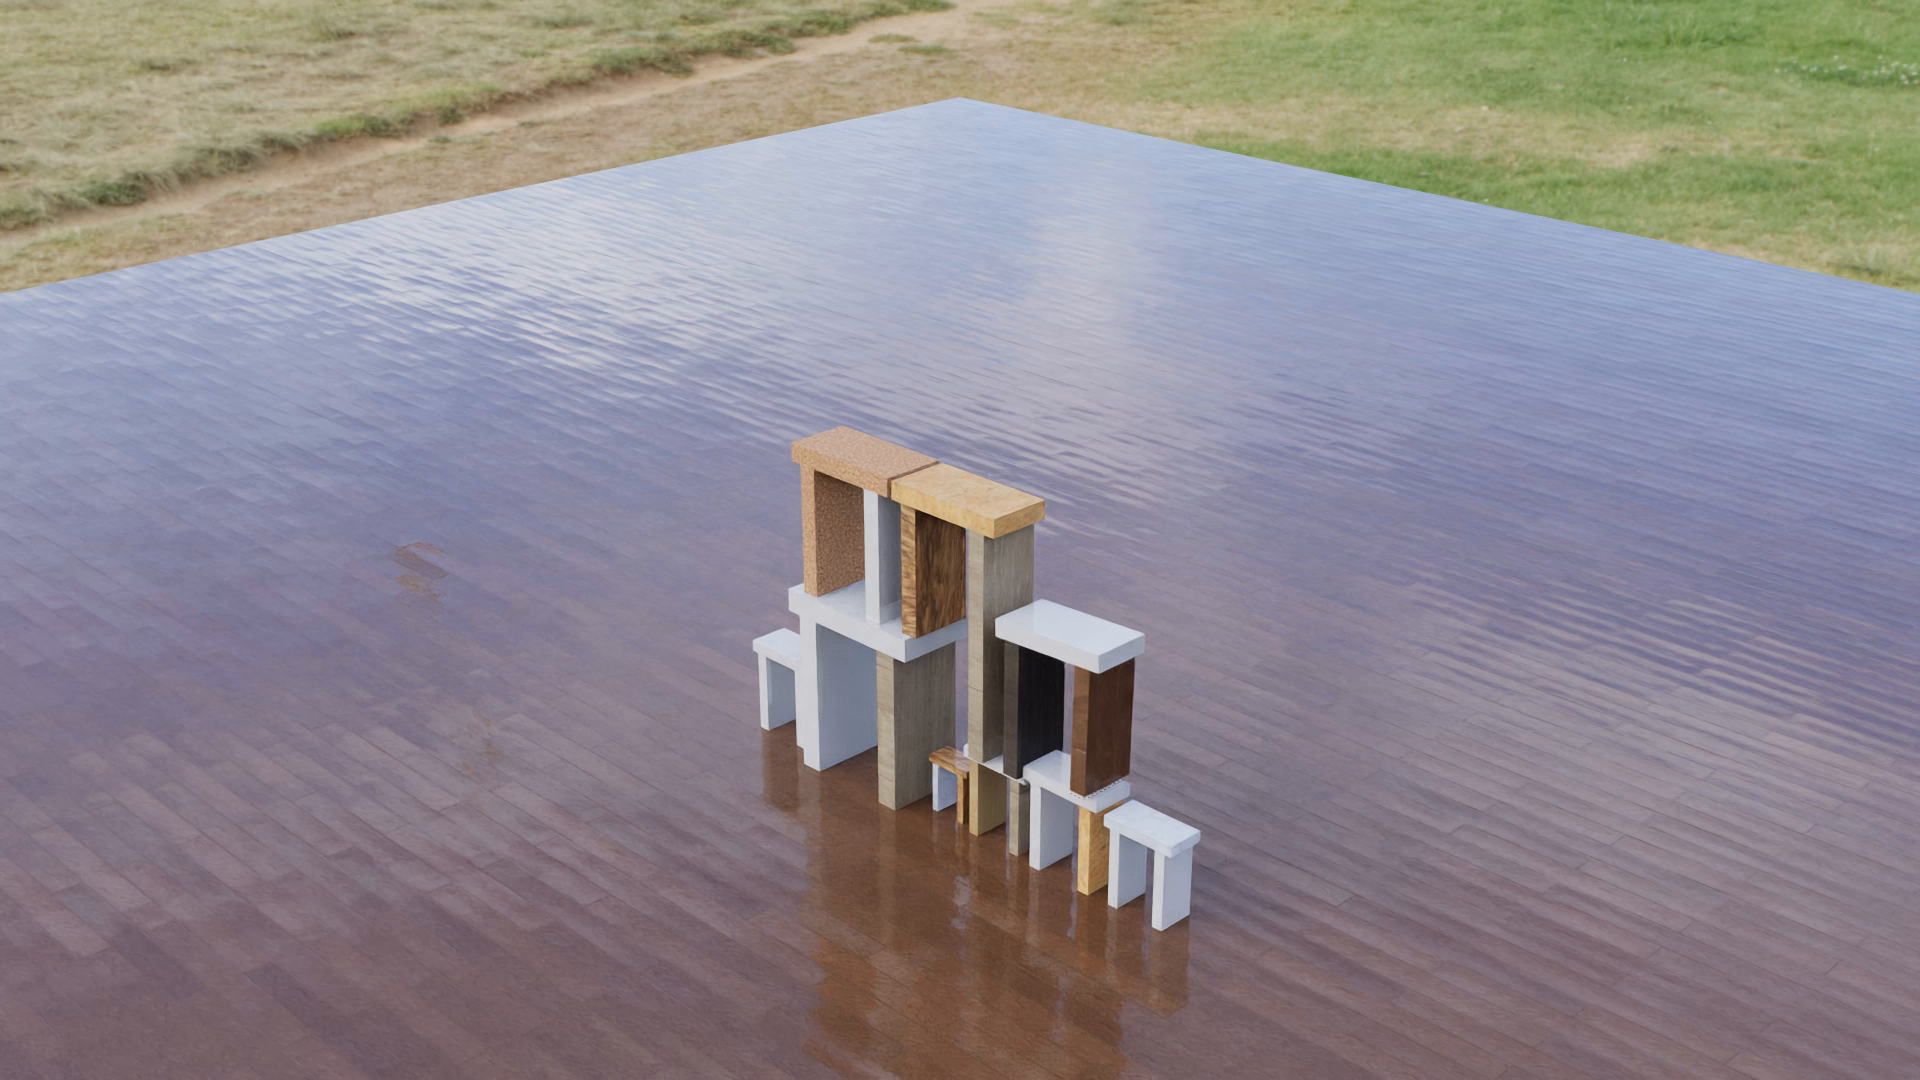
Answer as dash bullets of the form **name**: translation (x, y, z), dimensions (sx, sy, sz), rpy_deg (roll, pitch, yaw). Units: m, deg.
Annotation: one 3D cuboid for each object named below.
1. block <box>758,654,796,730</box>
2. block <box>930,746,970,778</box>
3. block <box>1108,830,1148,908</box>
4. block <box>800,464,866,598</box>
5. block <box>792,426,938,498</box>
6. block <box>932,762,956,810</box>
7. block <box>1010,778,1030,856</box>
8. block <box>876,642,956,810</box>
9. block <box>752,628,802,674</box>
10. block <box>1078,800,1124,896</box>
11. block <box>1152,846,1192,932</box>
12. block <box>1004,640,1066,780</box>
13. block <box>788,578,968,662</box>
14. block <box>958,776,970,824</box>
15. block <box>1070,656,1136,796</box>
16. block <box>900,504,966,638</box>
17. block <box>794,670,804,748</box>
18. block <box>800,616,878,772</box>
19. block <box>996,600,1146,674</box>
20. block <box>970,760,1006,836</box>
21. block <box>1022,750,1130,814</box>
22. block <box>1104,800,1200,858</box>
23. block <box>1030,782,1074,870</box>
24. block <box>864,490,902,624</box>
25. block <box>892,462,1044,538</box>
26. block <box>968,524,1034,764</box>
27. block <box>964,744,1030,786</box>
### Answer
- **block**: translation (-0.393, 0.317, 4.786), dimensions (0.025, 0.178, 0.089), rpy_deg (21, 31, 41)
- **block**: translation (-0.006, 0.446, 4.418), dimensions (0.106, 0.015, 0.053), rpy_deg (21, 31, 41)
- **block**: translation (0.316, 0.603, 4.131), dimensions (0.023, 0.163, 0.081), rpy_deg (21, 31, 41)
- **block**: translation (-0.255, -0.036, 4.479), dimensions (0.040, 0.279, 0.140), rpy_deg (21, 31, 41)
- **block**: translation (-0.189, -0.157, 4.357), dimensions (0.140, 0.040, 0.279), rpy_deg (-21, 31, -41)
- **block**: translation (-0.031, 0.492, 4.464), dimensions (0.015, 0.106, 0.053), rpy_deg (21, 31, 41)
- **block**: translation (0.134, 0.528, 4.304), dimensions (0.083, 0.166, 0.023), rpy_deg (-21, 31, -41)
- **block**: translation (-0.088, 0.360, 4.470), dimensions (0.049, 0.346, 0.173), rpy_deg (21, 31, 41)
- **block**: translation (-0.351, 0.239, 4.708), dimensions (0.178, 0.025, 0.089), rpy_deg (21, 31, 41)
- **block**: translation (0.267, 0.571, 4.173), dimensions (0.094, 0.188, 0.027), rpy_deg (-21, 31, -40)
- **block**: translation (0.392, 0.633, 4.061), dimensions (0.023, 0.163, 0.081), rpy_deg (21, 31, 41)
- **block**: translation (0.142, 0.305, 4.195), dimensions (0.129, 0.283, 0.036), rpy_deg (-21, 31, -40)
- **block**: translation (-0.169, 0.147, 4.468), dimensions (0.346, 0.049, 0.173), rpy_deg (21, 31, 41)
- **block**: translation (0.019, 0.512, 4.418), dimensions (0.015, 0.106, 0.053), rpy_deg (21, 31, 41)
- **block**: translation (0.264, 0.335, 4.074), dimensions (0.036, 0.257, 0.129), rpy_deg (21, 29, 40)
- **block**: translation (-0.051, 0.042, 4.299), dimensions (0.039, 0.274, 0.137), rpy_deg (21, 31, 41)
- **block**: translation (-0.309, 0.350, 4.709), dimensions (0.025, 0.178, 0.089), rpy_deg (21, 31, 41)
- **block**: translation (-0.251, 0.296, 4.620), dimensions (0.049, 0.346, 0.173), rpy_deg (21, 31, 41)
- **block**: translation (0.203, 0.177, 4.076), dimensions (0.257, 0.036, 0.129), rpy_deg (18, 29, 42)
- **block**: translation (0.056, 0.498, 4.375), dimensions (0.083, 0.166, 0.023), rpy_deg (-21, 31, -41)
- **block**: translation (0.220, 0.456, 4.168), dimensions (0.094, 0.027, 0.188), rpy_deg (-21, 31, -40)
- **block**: translation (0.354, 0.532, 4.060), dimensions (0.163, 0.023, 0.081), rpy_deg (21, 31, 41)
- **block**: translation (0.178, 0.536, 4.256), dimensions (0.027, 0.188, 0.094), rpy_deg (21, 31, 41)
- **block**: translation (-0.124, 0.015, 4.358), dimensions (0.040, 0.279, 0.139), rpy_deg (21, 31, 41)
- **block**: translation (0.014, -0.077, 4.178), dimensions (0.137, 0.039, 0.275), rpy_deg (-21, 31, -41)
- **block**: translation (0.078, 0.188, 4.220), dimensions (0.137, 0.480, 0.039), rpy_deg (-21, 31, -41)
- **block**: translation (0.095, 0.426, 4.302), dimensions (0.083, 0.023, 0.166), rpy_deg (-21, 31, -41)
